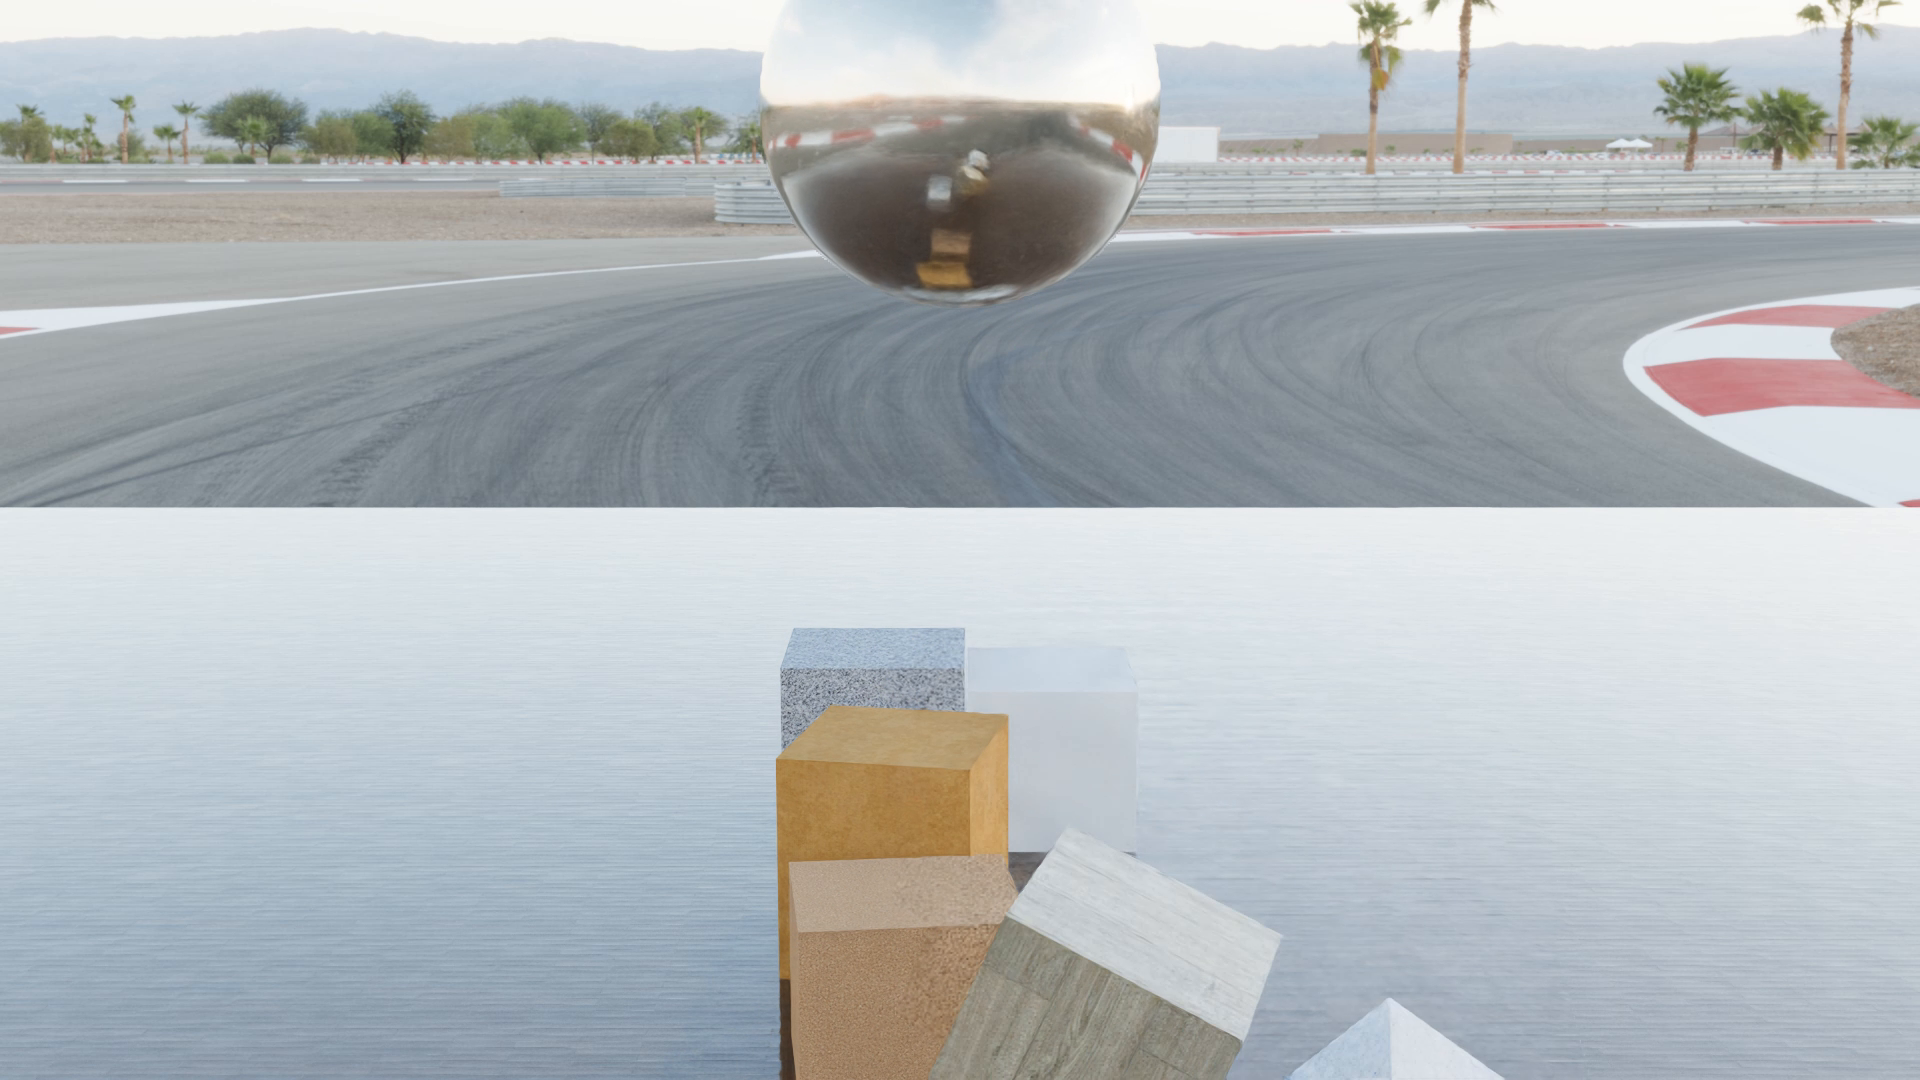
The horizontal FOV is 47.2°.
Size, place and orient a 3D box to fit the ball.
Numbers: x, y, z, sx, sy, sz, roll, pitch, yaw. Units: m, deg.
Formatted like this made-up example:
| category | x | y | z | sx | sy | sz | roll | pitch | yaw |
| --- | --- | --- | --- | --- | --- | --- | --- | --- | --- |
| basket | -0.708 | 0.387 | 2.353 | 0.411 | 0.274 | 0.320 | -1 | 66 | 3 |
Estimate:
| category | x | y | z | sx | sy | sz | roll | pitch | yaw |
| --- | --- | --- | --- | --- | --- | --- | --- | --- | --- |
| ball | 0.000 | -1.725 | 8.746 | 1.600 | 1.600 | 1.600 | 0 | 10 | 0 |

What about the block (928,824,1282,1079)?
| category | x | y | z | sx | sy | sz | roll | pitch | yaw |
| --- | --- | --- | --- | --- | --- | --- | --- | --- | --- |
| block | 0.383 | 1.357 | 6.087 | 0.685 | 0.705 | 0.735 | 27 | 17 | 9 |

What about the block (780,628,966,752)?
| category | x | y | z | sx | sy | sz | roll | pitch | yaw |
| --- | --- | --- | --- | --- | --- | --- | --- | --- | --- |
| block | -0.432 | 1.012 | 11.386 | 0.913 | 0.935 | 0.915 | 0 | 10 | 0 |

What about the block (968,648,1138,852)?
| category | x | y | z | sx | sy | sz | roll | pitch | yaw |
| --- | --- | --- | --- | --- | --- | --- | --- | --- | --- |
| block | 0.462 | 1.068 | 11.381 | 0.843 | 0.826 | 0.930 | 0 | 10 | 0 |

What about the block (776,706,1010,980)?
| category | x | y | z | sx | sy | sz | roll | pitch | yaw |
| --- | --- | --- | --- | --- | --- | --- | --- | --- | --- |
| block | -0.273 | 1.322 | 9.595 | 0.824 | 0.967 | 0.898 | 2 | 11 | 11 |

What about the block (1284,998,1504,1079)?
| category | x | y | z | sx | sy | sz | roll | pitch | yaw |
| --- | --- | --- | --- | --- | --- | --- | --- | --- | --- |
| block | 0.921 | 1.545 | 4.545 | 0.685 | 0.664 | 0.696 | 36 | 30 | -12 |

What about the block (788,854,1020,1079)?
| category | x | y | z | sx | sy | sz | roll | pitch | yaw |
| --- | --- | --- | --- | --- | --- | --- | --- | --- | --- |
| block | -0.206 | 1.675 | 8.367 | 0.845 | 0.710 | 0.786 | -1 | 10 | -7 |
